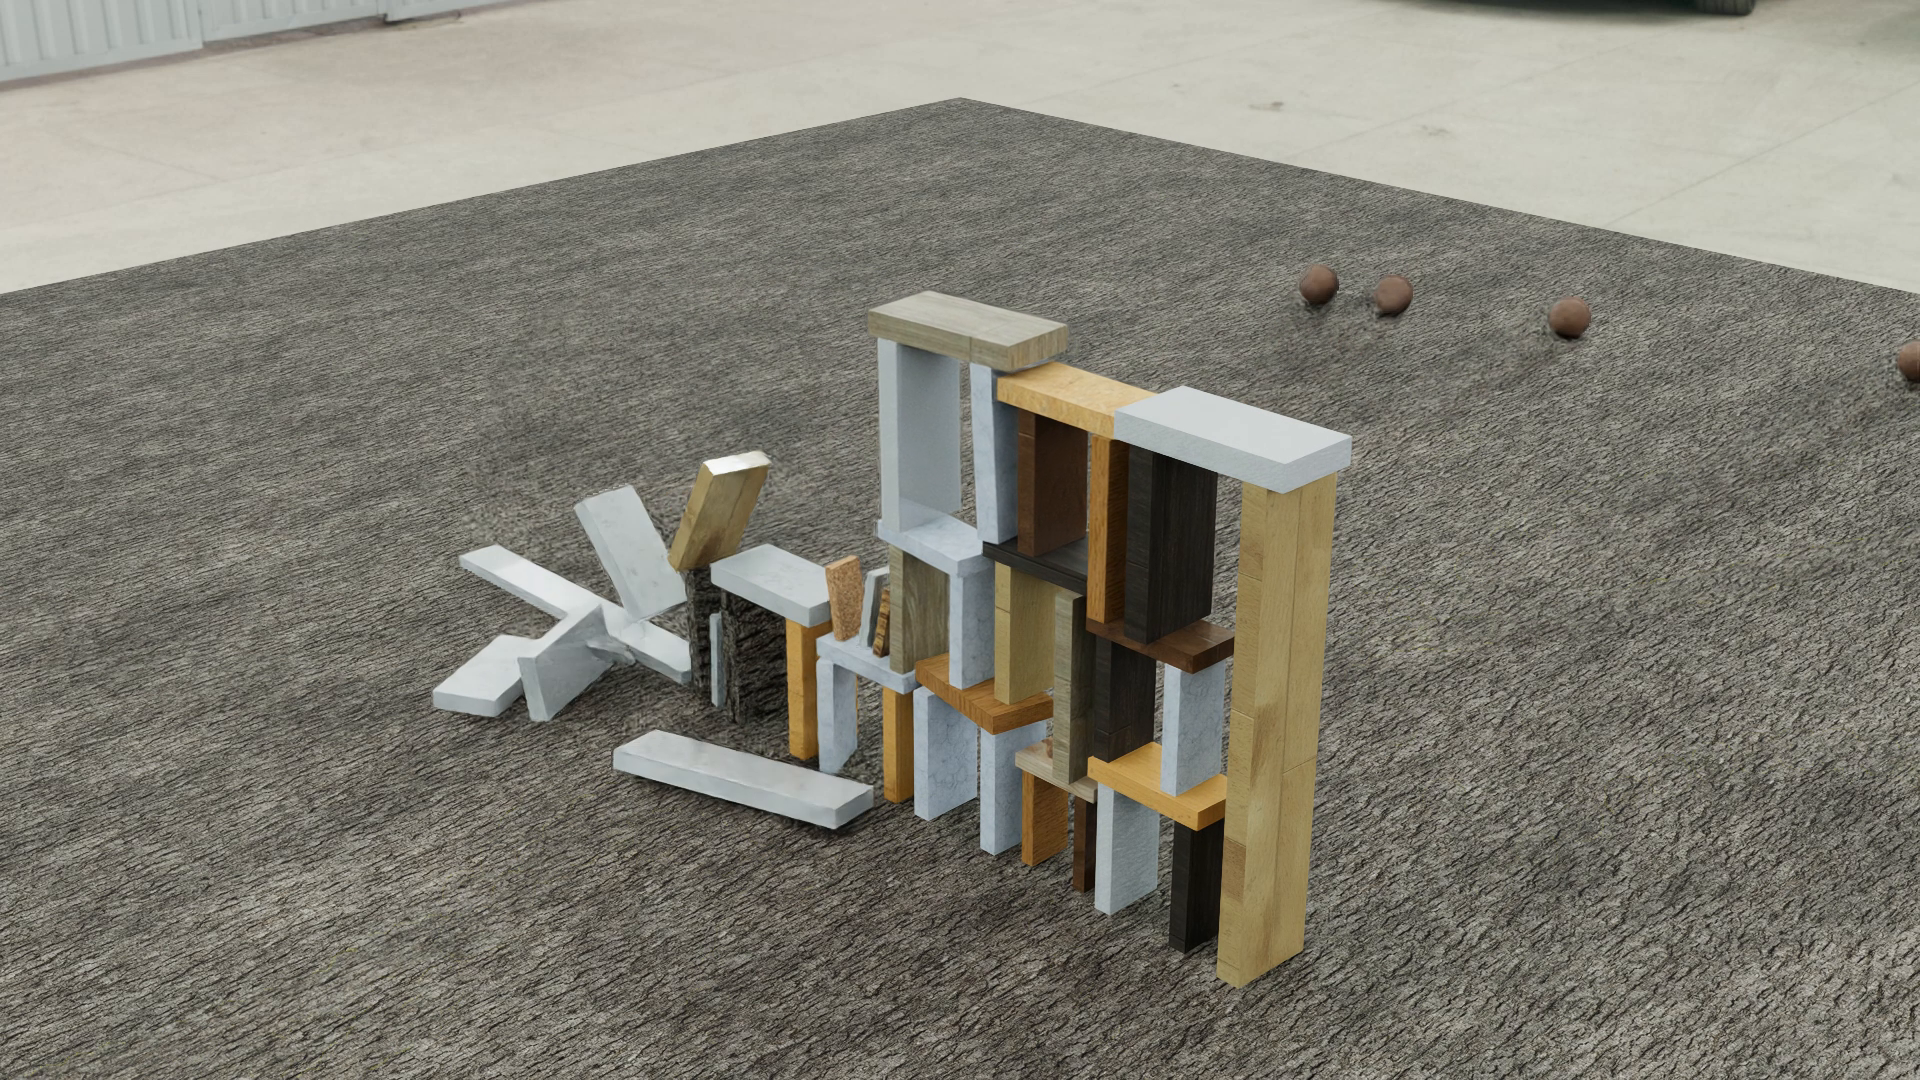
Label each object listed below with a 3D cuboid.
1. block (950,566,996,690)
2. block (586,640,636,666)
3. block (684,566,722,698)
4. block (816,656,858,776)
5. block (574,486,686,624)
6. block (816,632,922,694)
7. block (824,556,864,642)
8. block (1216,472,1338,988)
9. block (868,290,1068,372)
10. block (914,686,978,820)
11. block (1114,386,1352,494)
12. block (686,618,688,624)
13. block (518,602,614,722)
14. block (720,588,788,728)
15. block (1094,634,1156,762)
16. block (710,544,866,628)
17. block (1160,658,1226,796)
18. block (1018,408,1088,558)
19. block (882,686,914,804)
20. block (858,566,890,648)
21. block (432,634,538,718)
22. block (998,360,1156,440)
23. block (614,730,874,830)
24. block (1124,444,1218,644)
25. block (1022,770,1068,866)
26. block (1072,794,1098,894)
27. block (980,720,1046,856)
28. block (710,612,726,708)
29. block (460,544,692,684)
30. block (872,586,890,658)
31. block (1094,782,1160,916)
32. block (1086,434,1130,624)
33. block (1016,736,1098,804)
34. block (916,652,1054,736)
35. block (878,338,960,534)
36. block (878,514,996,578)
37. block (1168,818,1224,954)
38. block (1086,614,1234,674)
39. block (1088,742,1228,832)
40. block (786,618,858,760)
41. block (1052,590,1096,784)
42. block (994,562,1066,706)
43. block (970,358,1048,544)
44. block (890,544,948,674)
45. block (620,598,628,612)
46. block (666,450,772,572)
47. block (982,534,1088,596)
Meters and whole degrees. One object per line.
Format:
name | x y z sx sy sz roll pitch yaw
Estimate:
block | 0.039 0.153 4.257 0.126 0.253 0.036 -19 30 -38
block | -0.787 0.255 4.957 0.104 0.052 0.015 10 60 26
block | -0.531 0.191 4.917 0.148 0.297 0.042 -12 18 -33
block | -0.258 0.348 4.612 0.036 0.257 0.129 7 24 17
block | -0.737 0.031 4.960 0.149 0.297 0.042 -22 -9 -48
block | -0.159 0.238 4.493 0.257 0.036 0.129 21 31 40
block | -0.232 0.120 4.515 0.022 0.158 0.079 7 23 40
block | 0.541 0.325 3.777 0.180 0.952 0.051 -20 30 -38
block | 0.013 -0.390 4.076 0.340 0.048 0.170 18 29 37
block | -0.029 0.412 4.431 0.040 0.280 0.140 21 31 41
block | 0.451 -0.171 3.661 0.180 0.051 0.359 -21 31 -40
block | -0.587 0.189 5.196 0.104 0.052 0.015 -23 37 6
block | -0.880 0.270 4.924 0.043 0.153 0.305 0 22 21
block | -0.439 0.233 4.802 0.045 0.319 0.160 21 31 41
block | 0.303 0.271 4.016 0.125 0.250 0.035 -21 30 -40
block | -0.365 0.094 4.662 0.160 0.045 0.319 -21 31 -40
block | 0.414 0.318 3.903 0.125 0.250 0.035 -21 31 -40
block | 0.170 -0.126 4.024 0.041 0.287 0.144 21 31 41
block | -0.097 0.397 4.495 0.036 0.257 0.129 22 31 40
block | -0.163 0.135 4.472 0.022 0.158 0.079 23 25 34
block | -1.046 0.306 4.984 0.153 0.043 0.305 7 24 17
block | 0.218 -0.250 3.896 0.144 0.041 0.287 -20 30 -40
block | -0.448 0.488 4.520 0.534 0.043 0.153 12 16 25
block | 0.368 -0.015 3.818 0.051 0.359 0.180 21 31 40
block | 0.166 0.523 4.269 0.029 0.203 0.101 21 31 40
block | 0.260 0.560 4.181 0.029 0.203 0.101 21 31 40
block | 0.105 0.465 4.308 0.140 0.280 0.040 -20 30 -39
block | -0.496 0.257 4.874 0.109 0.219 0.031 -14 30 -30
block | -0.911 0.169 5.322 0.109 0.031 0.923 -21 31 -40
block | -0.131 0.156 4.435 0.022 0.158 0.079 30 36 30
block | 0.314 0.554 4.111 0.135 0.269 0.038 -21 31 -40
block | 0.290 -0.036 3.887 0.041 0.345 0.144 21 31 39
block | 0.213 0.435 4.181 0.101 0.029 0.202 -21 31 -40
block | 0.045 0.292 4.306 0.140 0.040 0.280 -14 27 -30
block | -0.076 -0.220 4.228 0.048 0.382 0.170 20 30 40
block | -0.033 0.002 4.243 0.126 0.036 0.253 -17 29 -35
block | 0.442 0.604 3.993 0.135 0.269 0.038 -21 31 -40
block | 0.358 0.163 3.903 0.125 0.035 0.250 -21 30 -40
block | 0.375 0.438 3.990 0.135 0.038 0.269 -20 30 -38
block | -0.291 0.292 4.664 0.045 0.319 0.160 20 30 39
block | 0.238 0.256 4.081 0.041 0.378 0.145 21 31 40
block | 0.134 0.158 4.200 0.145 0.290 0.041 -19 30 -38
block | 0.097 -0.181 4.084 0.048 0.340 0.170 14 26 37
block | -0.081 0.119 4.370 0.126 0.279 0.036 -21 32 -40
block | -0.778 0.145 5.225 0.052 0.015 0.104 21 18 -27
block | -0.522 -0.061 4.748 0.149 0.297 0.042 -14 54 -39
block | 0.196 0.031 4.075 0.290 0.041 0.145 21 31 40
